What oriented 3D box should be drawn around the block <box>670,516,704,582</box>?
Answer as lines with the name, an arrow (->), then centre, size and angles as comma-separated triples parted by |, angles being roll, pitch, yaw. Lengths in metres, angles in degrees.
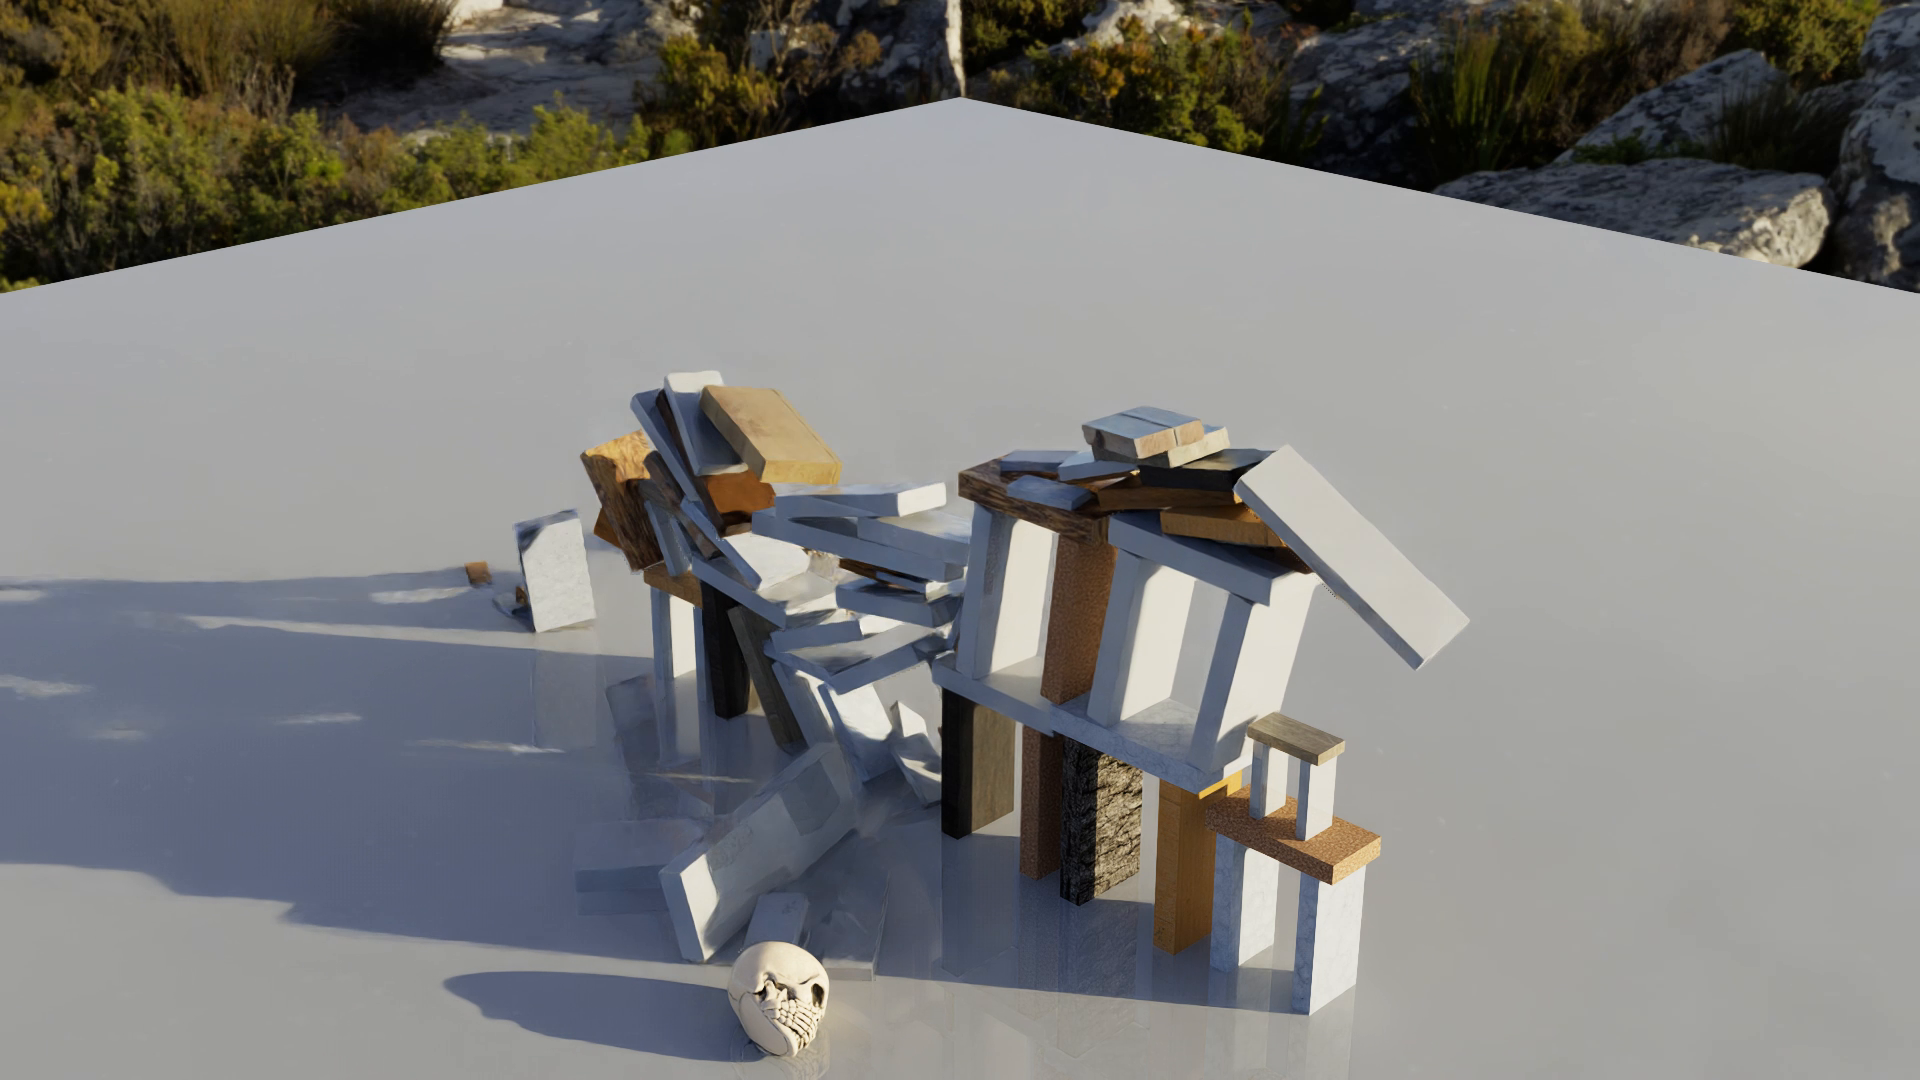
block -> -0.562, 0.019, 4.841 | 0.088, 0.176, 0.025 | -22, -8, -41

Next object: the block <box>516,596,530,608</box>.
block -> -1.026, 0.160, 5.330 | 0.101, 0.014, 0.050 | 25, 10, 36

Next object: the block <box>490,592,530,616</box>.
block -> -1.099, 0.156, 5.376 | 0.050, 0.014, 0.101 | -18, 29, -36

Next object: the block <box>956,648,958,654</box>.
block -> 0.042, 0.163, 4.255 | 0.070, 0.140, 0.020 | -19, 53, -37

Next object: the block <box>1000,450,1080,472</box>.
block -> 0.148, -0.146, 4.050 | 0.135, 0.019, 0.068 | 2, 21, 29

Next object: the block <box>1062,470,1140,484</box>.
block -> 0.258, -0.123, 3.967 | 0.135, 0.019, 0.068 | -8, 11, 24

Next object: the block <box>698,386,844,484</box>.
block -> -0.397, -0.221, 4.590 | 0.175, 0.050, 0.350 | 1, 28, -31

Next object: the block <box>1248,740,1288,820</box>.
block -> 0.537, 0.404, 3.817 | 0.021, 0.150, 0.075 | 21, 31, 41

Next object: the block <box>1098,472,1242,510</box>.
block -> 0.390, -0.090, 3.803 | 0.281, 0.037, 0.131 | -2, 14, 41

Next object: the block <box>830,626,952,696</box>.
block -> -0.118, 0.238, 4.442 | 0.152, 0.043, 0.304 | -22, -2, -39

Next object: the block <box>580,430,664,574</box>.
block -> -0.728, -0.088, 4.961 | 0.146, 0.292, 0.041 | -25, 0, -31

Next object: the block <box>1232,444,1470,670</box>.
block -> 0.623, 0.023, 3.513 | 0.124, 0.035, 0.410 | -34, 72, -32

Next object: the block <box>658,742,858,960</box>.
block -> -0.370, 0.579, 4.163 | 0.050, 0.175, 0.553 | -4, 18, 31

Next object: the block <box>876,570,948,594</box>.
block -> -0.096, 0.073, 4.360 | 0.130, 0.018, 0.065 | 17, 27, 38

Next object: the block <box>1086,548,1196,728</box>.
block -> 0.331, 0.151, 3.935 | 0.176, 0.353, 0.050 | -21, 41, -41

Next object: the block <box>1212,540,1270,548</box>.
block -> 0.486, -0.008, 3.681 | 0.060, 0.017, 0.120 | -20, 18, -37

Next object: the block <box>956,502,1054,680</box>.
block -> 0.088, 0.078, 4.162 | 0.168, 0.362, 0.048 | -19, 38, -37

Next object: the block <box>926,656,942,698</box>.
block -> -0.005, 0.372, 4.477 | 0.020, 0.325, 0.070 | -26, 41, -7

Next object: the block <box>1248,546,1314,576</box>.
block -> 0.545, 0.024, 3.646 | 0.120, 0.017, 0.060 | 22, 32, 40

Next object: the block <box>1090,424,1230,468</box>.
block -> 0.346, -0.168, 3.826 | 0.124, 0.035, 0.248 | -20, 15, -25

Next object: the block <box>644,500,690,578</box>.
block -> -0.633, -0.014, 4.904 | 0.088, 0.176, 0.025 | -21, 3, -40

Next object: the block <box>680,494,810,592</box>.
block -> -0.460, -0.016, 4.707 | 0.137, 0.039, 0.274 | -24, 59, -40

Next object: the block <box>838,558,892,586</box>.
block -> -0.174, 0.055, 4.450 | 0.130, 0.018, 0.065 | 19, 28, 33

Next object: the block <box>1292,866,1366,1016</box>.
block -> 0.641, 0.675, 3.819 | 0.039, 0.274, 0.137 | 21, 31, 41

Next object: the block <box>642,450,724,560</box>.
block -> -0.561, -0.091, 4.795 | 0.137, 0.039, 0.274 | -21, 68, -40

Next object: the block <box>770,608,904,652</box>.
block -> -0.242, 0.175, 4.560 | 0.152, 0.043, 0.304 | -22, 7, -41

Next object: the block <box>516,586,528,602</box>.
block -> -1.018, 0.146, 5.329 | 0.068, 0.019, 0.136 | 12, 10, -37

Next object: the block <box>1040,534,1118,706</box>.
block -> 0.238, 0.123, 4.024 | 0.048, 0.336, 0.168 | 28, 35, 37

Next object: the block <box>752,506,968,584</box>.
block -> -0.181, 0.000, 4.404 | 0.491, 0.044, 0.156 | 14, 18, 34

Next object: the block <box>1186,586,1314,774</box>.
block -> 0.501, 0.222, 3.782 | 0.176, 0.353, 0.050 | -21, 43, -40

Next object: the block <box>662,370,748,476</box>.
block -> -0.541, -0.251, 4.702 | 0.122, 0.034, 0.243 | -6, 60, -30

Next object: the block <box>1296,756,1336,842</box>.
block -> 0.608, 0.431, 3.752 | 0.021, 0.150, 0.075 | 21, 31, 41

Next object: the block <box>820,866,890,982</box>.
block -> -0.191, 0.705, 4.066 | 0.090, 0.026, 0.344 | 1, 23, 3

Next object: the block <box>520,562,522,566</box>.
block -> -1.007, 0.027, 5.343 | 0.122, 0.034, 0.376 | -19, -10, -14

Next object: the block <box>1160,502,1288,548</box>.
block -> 0.477, -0.035, 3.682 | 0.130, 0.037, 0.261 | -20, 18, -39

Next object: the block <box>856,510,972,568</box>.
block -> -0.032, -0.007, 4.284 | 0.312, 0.044, 0.156 | 15, 18, 38

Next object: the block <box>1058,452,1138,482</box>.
block -> 0.274, -0.142, 3.922 | 0.181, 0.026, 0.090 | -8, 14, 24

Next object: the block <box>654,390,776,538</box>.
block -> -0.515, -0.177, 4.713 | 0.146, 0.041, 0.361 | -12, 63, -33
